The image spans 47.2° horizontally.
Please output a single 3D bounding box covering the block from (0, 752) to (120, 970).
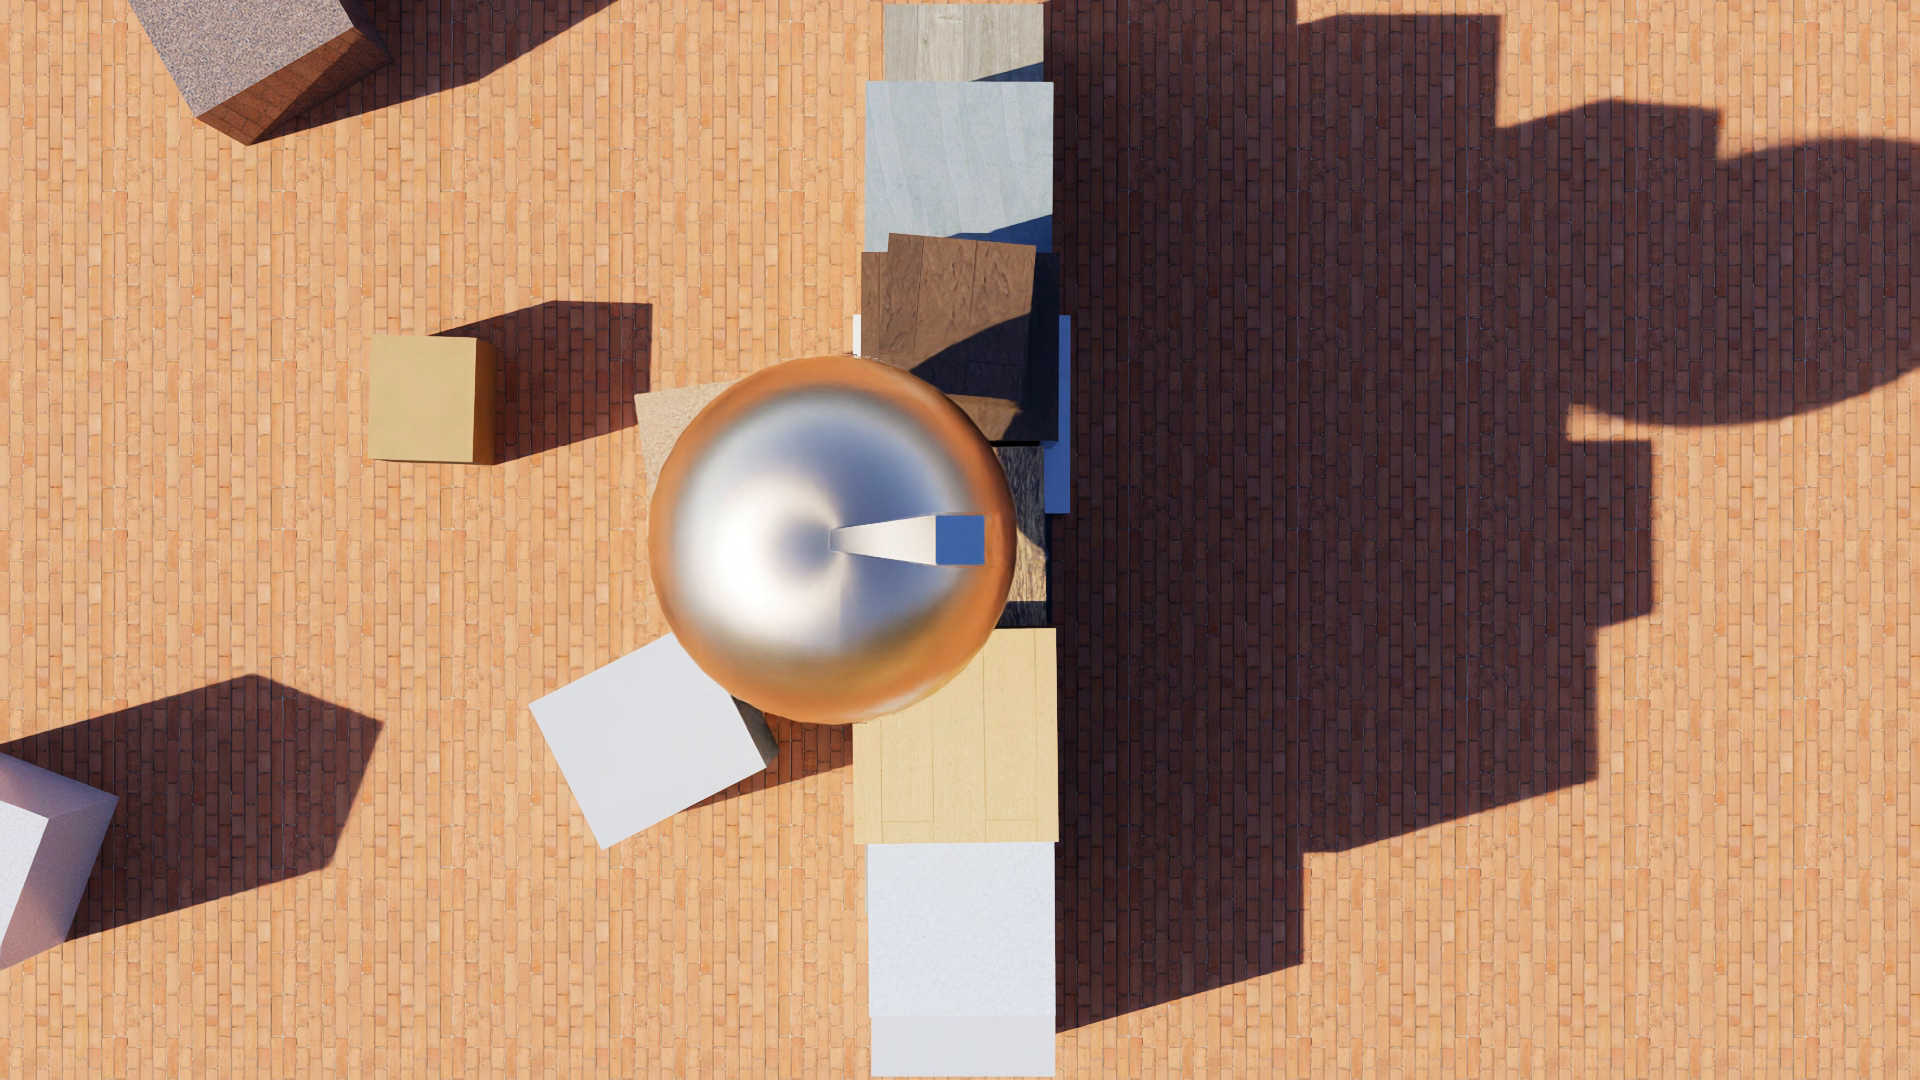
[{"bbox_3d":[-5.519,1.802,12.495,0.829,1.011,0.919,21,90,0],"label":"block"}]

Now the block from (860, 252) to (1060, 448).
[{"bbox_3d":[-0.001,-0.963,11.404,0.988,0.933,0.937,0,90,0],"label":"block"}]

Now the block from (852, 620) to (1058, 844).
[{"bbox_3d":[-0.024,0.951,11.255,0.990,1.205,1.034,-1,90,0],"label":"block"}]

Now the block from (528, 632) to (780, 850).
[{"bbox_3d":[-1.712,1.074,12.524,1.010,0.951,0.895,-27,90,0],"label":"block"}]

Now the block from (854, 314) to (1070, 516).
[{"bbox_3d":[0.009,-0.680,12.436,1.172,1.129,1.069,0,90,0],"label":"block"}]

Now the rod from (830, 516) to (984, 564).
[{"bbox_3d":[-0.237,0.000,6.135,0.080,5.200,0.080,0,90,-5],"label":"rod"}]

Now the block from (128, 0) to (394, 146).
[{"bbox_3d":[-3.991,-2.948,12.560,1.010,0.880,0.853,-30,90,0],"label":"block"}]

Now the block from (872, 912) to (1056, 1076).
[{"bbox_3d":[0.018,2.483,12.511,1.004,0.977,0.900,0,90,0],"label":"block"}]

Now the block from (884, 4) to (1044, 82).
[{"bbox_3d":[0.021,-2.464,12.503,0.867,0.993,0.925,0,90,0],"label":"block"}]

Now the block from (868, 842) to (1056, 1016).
[{"bbox_3d":[0.008,1.912,11.363,0.920,0.987,0.883,0,90,0],"label":"block"}]

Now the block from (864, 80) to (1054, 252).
[{"bbox_3d":[-0.006,-1.895,11.629,0.960,0.760,0.912,0,91,0],"label":"block"}]

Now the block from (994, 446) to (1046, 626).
[{"bbox_3d":[-0.015,-0.024,11.410,0.877,0.926,0.893,-1,91,0],"label":"block"}]

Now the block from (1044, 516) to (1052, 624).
[{"bbox_3d":[0.012,0.404,12.443,0.965,1.114,1.075,0,90,0],"label":"block"}]

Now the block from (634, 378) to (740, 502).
[{"bbox_3d":[-1.227,-0.435,12.515,0.993,0.970,0.878,-9,90,0],"label":"block"}]

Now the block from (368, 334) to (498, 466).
[{"bbox_3d":[-3.037,-0.800,12.704,0.593,0.591,0.702,2,90,0],"label":"block"}]

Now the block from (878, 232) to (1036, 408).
[{"bbox_3d":[-0.020,-1.049,10.629,0.694,0.617,0.730,5,90,0],"label":"block"}]

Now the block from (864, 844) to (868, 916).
[{"bbox_3d":[-0.010,1.486,12.429,1.006,1.143,1.073,0,90,0],"label":"block"}]

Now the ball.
[{"bbox_3d":[-0.547,0.000,9.521,1.600,1.600,1.600,0,90,0],"label":"ball"}]
